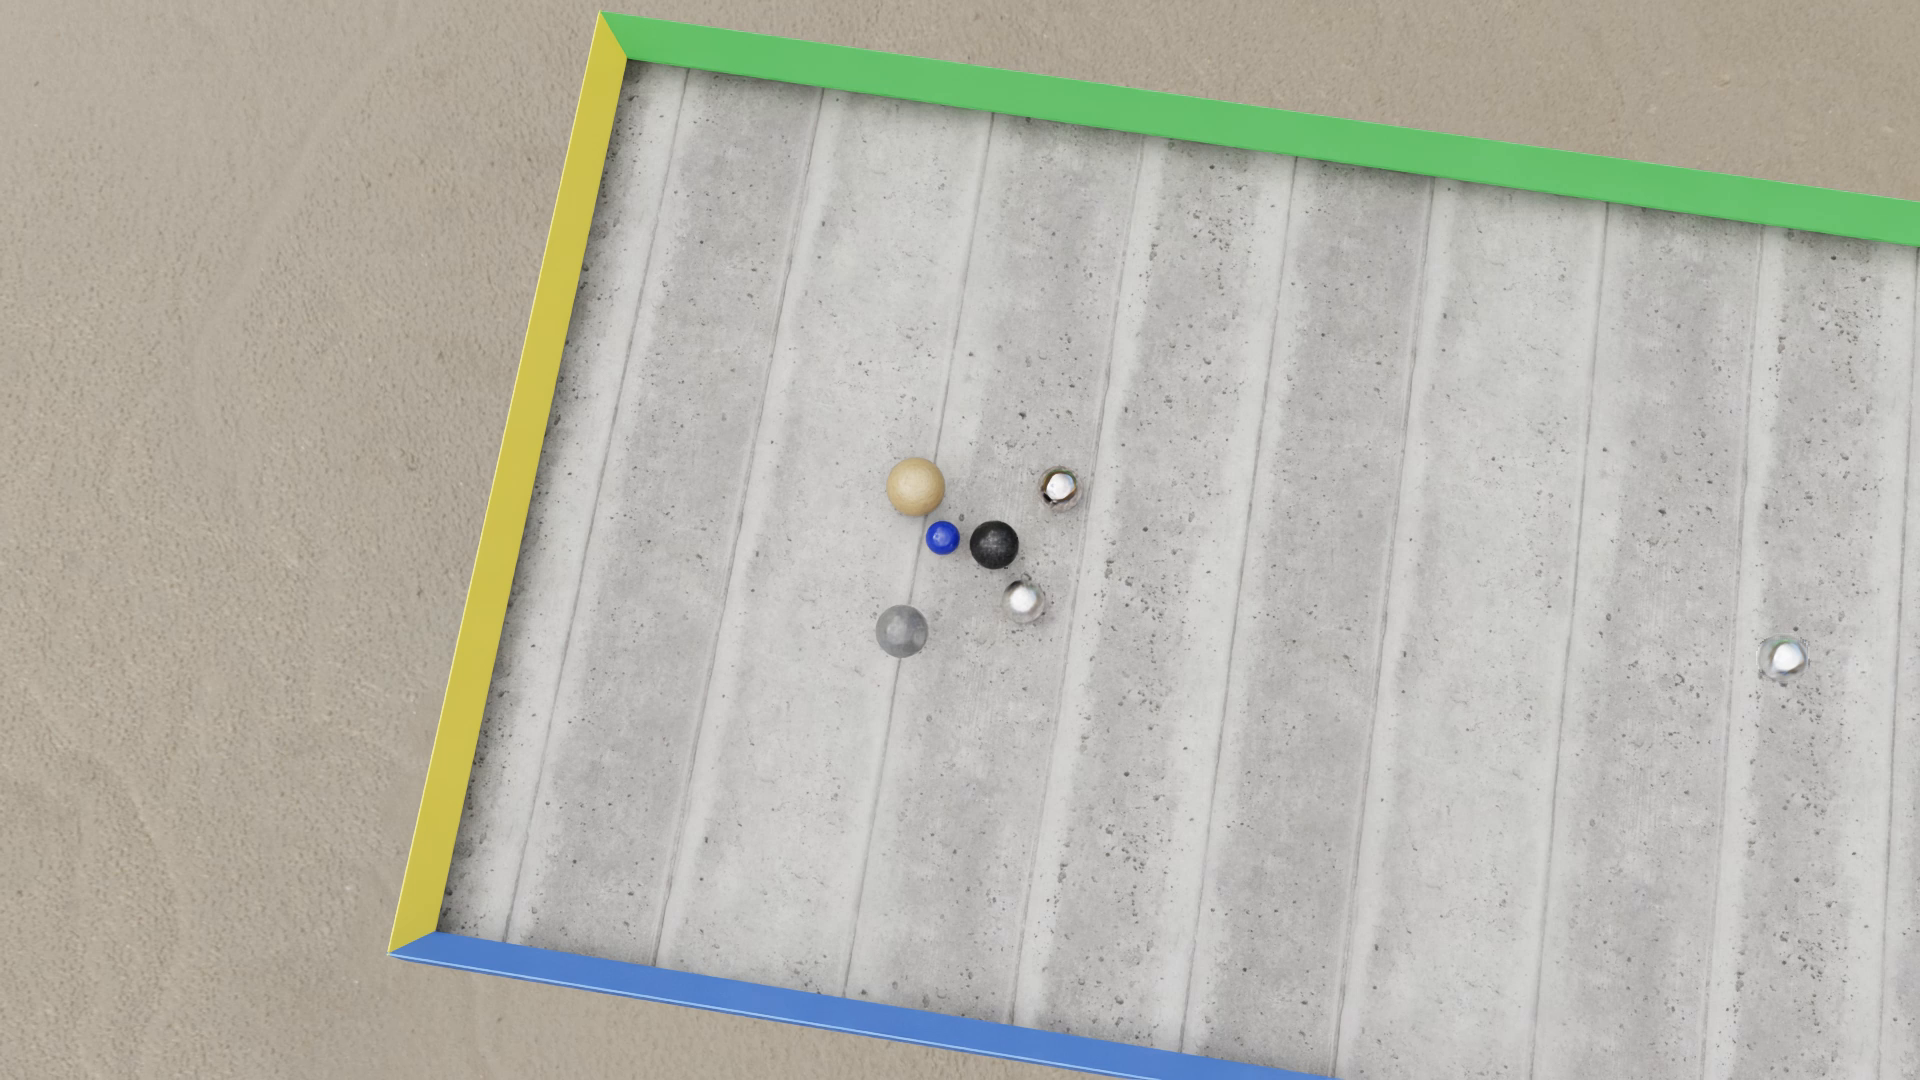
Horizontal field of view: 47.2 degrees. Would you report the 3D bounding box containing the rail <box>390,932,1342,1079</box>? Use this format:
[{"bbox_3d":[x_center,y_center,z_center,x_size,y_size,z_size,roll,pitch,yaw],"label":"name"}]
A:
[{"bbox_3d":[0.578,0.792,3.110,2.803,0.118,0.045,9,75,2],"label":"rail"}]

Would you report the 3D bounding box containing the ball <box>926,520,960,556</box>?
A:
[{"bbox_3d":[-0.026,-0.003,3.361,0.053,0.053,0.053,0,75,0],"label":"ball"}]

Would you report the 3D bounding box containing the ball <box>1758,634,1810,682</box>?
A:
[{"bbox_3d":[1.237,0.178,3.302,0.071,0.071,0.071,0,75,0],"label":"ball"}]

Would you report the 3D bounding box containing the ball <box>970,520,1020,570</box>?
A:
[{"bbox_3d":[0.052,0.007,3.346,0.076,0.076,0.076,0,75,0],"label":"ball"}]

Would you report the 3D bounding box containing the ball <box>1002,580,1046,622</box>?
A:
[{"bbox_3d":[0.096,0.093,3.328,0.066,0.066,0.066,0,75,0],"label":"ball"}]

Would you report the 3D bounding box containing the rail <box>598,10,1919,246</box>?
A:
[{"bbox_3d":[0.806,-0.591,3.486,2.803,0.118,0.045,9,75,2],"label":"rail"}]

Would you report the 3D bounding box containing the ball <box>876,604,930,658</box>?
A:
[{"bbox_3d":[-0.087,0.137,3.308,0.081,0.081,0.081,0,75,0],"label":"ball"}]

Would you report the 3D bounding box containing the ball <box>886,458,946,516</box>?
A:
[{"bbox_3d":[-0.068,-0.081,3.363,0.091,0.091,0.091,0,75,0],"label":"ball"}]

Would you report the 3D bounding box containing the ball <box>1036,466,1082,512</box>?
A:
[{"bbox_3d":[0.153,-0.079,3.373,0.071,0.071,0.071,0,75,0],"label":"ball"}]

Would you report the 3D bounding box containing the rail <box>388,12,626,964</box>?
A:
[{"bbox_3d":[-0.669,-0.109,3.355,0.045,0.118,1.499,9,75,2],"label":"rail"}]
